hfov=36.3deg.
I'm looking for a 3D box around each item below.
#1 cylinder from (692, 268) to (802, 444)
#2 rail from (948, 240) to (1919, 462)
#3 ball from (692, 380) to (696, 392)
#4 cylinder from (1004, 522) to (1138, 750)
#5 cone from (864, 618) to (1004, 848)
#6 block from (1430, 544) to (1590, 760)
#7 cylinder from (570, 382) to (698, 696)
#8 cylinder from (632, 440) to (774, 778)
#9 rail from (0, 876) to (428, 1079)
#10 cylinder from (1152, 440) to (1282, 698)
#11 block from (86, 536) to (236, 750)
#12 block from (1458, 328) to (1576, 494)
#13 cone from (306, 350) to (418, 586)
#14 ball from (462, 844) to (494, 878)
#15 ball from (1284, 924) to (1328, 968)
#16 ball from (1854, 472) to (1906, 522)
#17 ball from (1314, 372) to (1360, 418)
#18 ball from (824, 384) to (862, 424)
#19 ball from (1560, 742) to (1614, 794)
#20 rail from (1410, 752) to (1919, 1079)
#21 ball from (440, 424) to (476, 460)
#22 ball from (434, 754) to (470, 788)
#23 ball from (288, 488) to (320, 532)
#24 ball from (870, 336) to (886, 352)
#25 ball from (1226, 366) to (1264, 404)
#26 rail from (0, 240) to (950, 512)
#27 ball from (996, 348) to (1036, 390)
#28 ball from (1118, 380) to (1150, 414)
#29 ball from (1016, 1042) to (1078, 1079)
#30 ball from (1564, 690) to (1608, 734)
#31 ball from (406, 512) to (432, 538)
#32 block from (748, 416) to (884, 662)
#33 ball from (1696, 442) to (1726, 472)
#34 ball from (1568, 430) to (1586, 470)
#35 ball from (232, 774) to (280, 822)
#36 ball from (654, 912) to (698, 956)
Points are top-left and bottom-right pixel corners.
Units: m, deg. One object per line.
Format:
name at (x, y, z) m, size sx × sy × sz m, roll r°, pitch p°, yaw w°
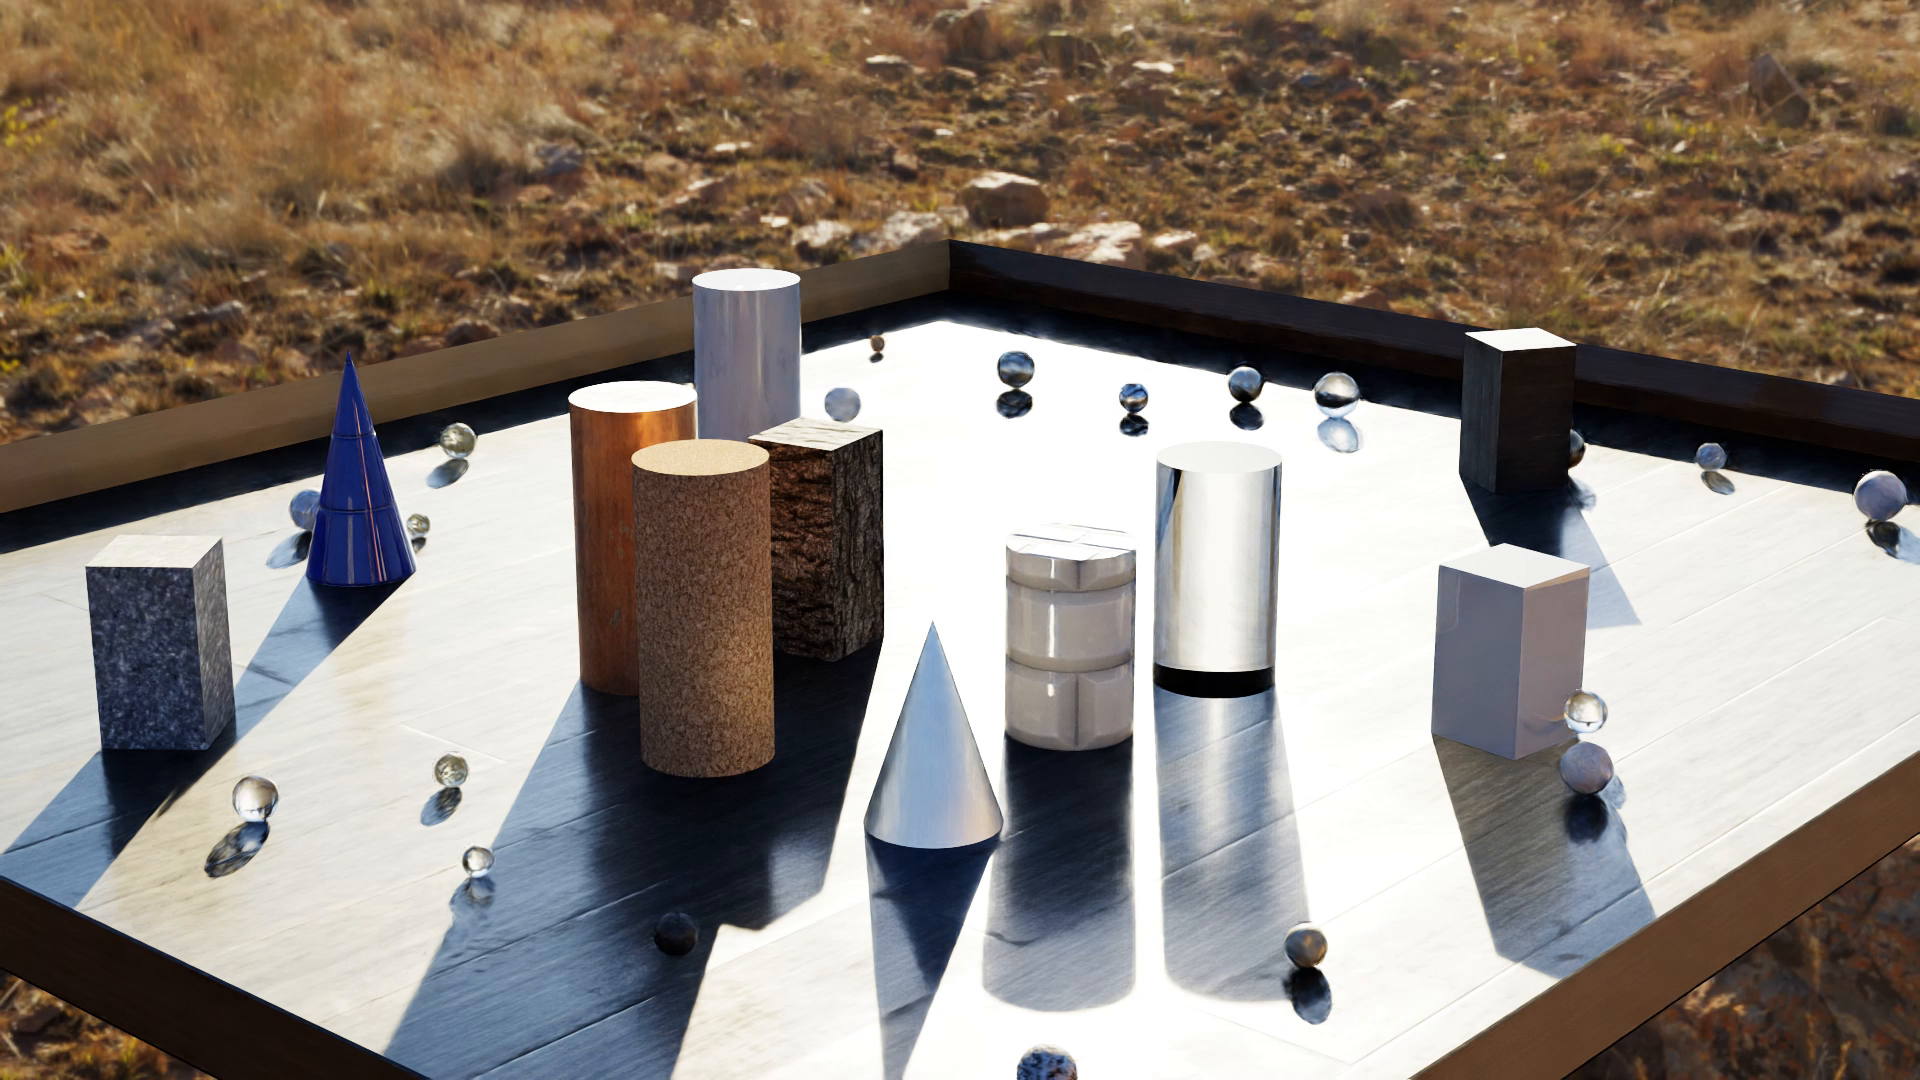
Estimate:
cylinder at (-0.397, -0.261, 5.513) m, size 0.200 × 0.466 × 0.200 m, roll 0°, pitch 17°, yaw 0°
rail at (1.259, -0.386, 6.508) m, size 3.454 × 0.130 × 0.045 m, roll 14°, pitch 22°, yaw 39°
ball at (-0.539, -0.325, 6.375) m, size 0.092 × 0.092 × 0.092 m, roll 0°, pitch 17°, yaw 0°
cylinder at (0.167, 0.144, 4.457) m, size 0.200 × 0.300 × 0.200 m, roll 0°, pitch 17°, yaw 0°
cone at (-0.038, 0.252, 4.096) m, size 0.200 × 0.302 × 0.200 m, roll 0°, pitch 17°, yaw 0°
block at (0.831, 0.167, 4.435) m, size 0.160 × 0.270 × 0.160 m, roll -15°, pitch 22°, yaw -40°
cylinder at (-0.513, -0.004, 4.666) m, size 0.200 × 0.463 × 0.200 m, roll 0°, pitch 17°, yaw 0°
cylinder at (-0.377, 0.099, 4.328) m, size 0.200 × 0.460 × 0.200 m, roll 0°, pitch 17°, yaw 0°
rail at (-1.259, 0.451, 3.731) m, size 3.454 × 0.130 × 0.045 m, roll 14°, pitch 22°, yaw 39°
cylinder at (0.408, 0.045, 4.666) m, size 0.200 × 0.369 × 0.200 m, roll 0°, pitch 17°, yaw 0°
block at (-1.210, 0.154, 4.446) m, size 0.160 × 0.288 × 0.160 m, roll 1°, pitch 17°, yaw 2°
block at (1.103, -0.257, 5.811) m, size 0.160 × 0.288 × 0.160 m, roll -5°, pitch 18°, yaw -17°
cone at (-1.077, -0.142, 5.218) m, size 0.200 × 0.409 × 0.200 m, roll 0°, pitch 17°, yaw 0°
ball at (-0.649, 0.432, 3.946) m, size 0.043 × 0.043 × 0.043 m, roll 0°, pitch 17°, yaw 0°
ball at (0.434, 0.508, 3.673) m, size 0.055 × 0.055 × 0.055 m, roll 0°, pitch 17°, yaw 0°
ball at (1.748, -0.084, 5.569) m, size 0.095 × 0.095 × 0.095 m, roll 0°, pitch 17°, yaw 0°
ball at (0.811, -0.312, 6.318) m, size 0.100 × 0.100 × 0.100 m, roll 0°, pitch 17°, yaw 0°
ball at (-0.251, -0.291, 6.278) m, size 0.083 × 0.083 × 0.083 m, roll 0°, pitch 17°, yaw 0°
ball at (0.904, 0.330, 4.230) m, size 0.076 × 0.076 × 0.076 m, roll 0°, pitch 17°, yaw 0°
rail at (1.286, 0.354, 4.051) m, size 0.045 × 0.130 × 3.888 m, roll 14°, pitch 22°, yaw 39°
ball at (-1.026, -0.201, 5.996) m, size 0.074 × 0.074 × 0.074 m, roll 0°, pitch 17°, yaw 0°
ball at (-0.738, 0.335, 4.257) m, size 0.050 × 0.050 × 0.050 m, roll 0°, pitch 17°, yaw 0°
ball at (-1.217, -0.057, 5.503) m, size 0.082 × 0.082 × 0.082 m, roll 0°, pitch 17°, yaw 0°
ball at (-0.194, -0.463, 6.924) m, size 0.041 × 0.041 × 0.041 m, roll 0°, pitch 17°, yaw 0°
ball at (0.627, -0.340, 6.443) m, size 0.082 × 0.082 × 0.082 m, roll 0°, pitch 17°, yaw 0°
rail at (-1.286, -0.289, 6.189) m, size 0.045 × 0.130 × 3.888 m, roll 14°, pitch 22°, yaw 39°
ball at (0.126, -0.385, 6.572) m, size 0.093 × 0.093 × 0.093 m, roll 0°, pitch 17°, yaw 0°
ball at (0.377, -0.310, 6.357) m, size 0.073 × 0.073 × 0.073 m, roll 0°, pitch 17°, yaw 0°
ball at (0.099, 0.606, 3.320) m, size 0.072 × 0.072 × 0.072 m, roll 0°, pitch 17°, yaw 0°
ball at (0.941, 0.259, 4.408) m, size 0.066 × 0.066 × 0.066 m, roll 0°, pitch 17°, yaw 0°
ball at (-1.010, -0.028, 5.467) m, size 0.047 × 0.047 × 0.047 m, roll 0°, pitch 17°, yaw 0°
block at (-0.235, -0.003, 4.846) m, size 0.160 × 0.358 × 0.160 m, roll 9°, pitch 19°, yaw 29°
ball at (1.512, -0.166, 5.906) m, size 0.059 × 0.059 × 0.059 m, roll 0°, pitch 17°, yaw 0°
ball at (1.214, -0.182, 5.889) m, size 0.084 × 0.084 × 0.084 m, roll 0°, pitch 17°, yaw 0°
ball at (-0.992, 0.364, 4.130) m, size 0.067 × 0.067 × 0.067 m, roll 0°, pitch 17°, yaw 0°
ball at (-0.359, 0.498, 3.706) m, size 0.056 × 0.056 × 0.056 m, roll 0°, pitch 17°, yaw 0°
